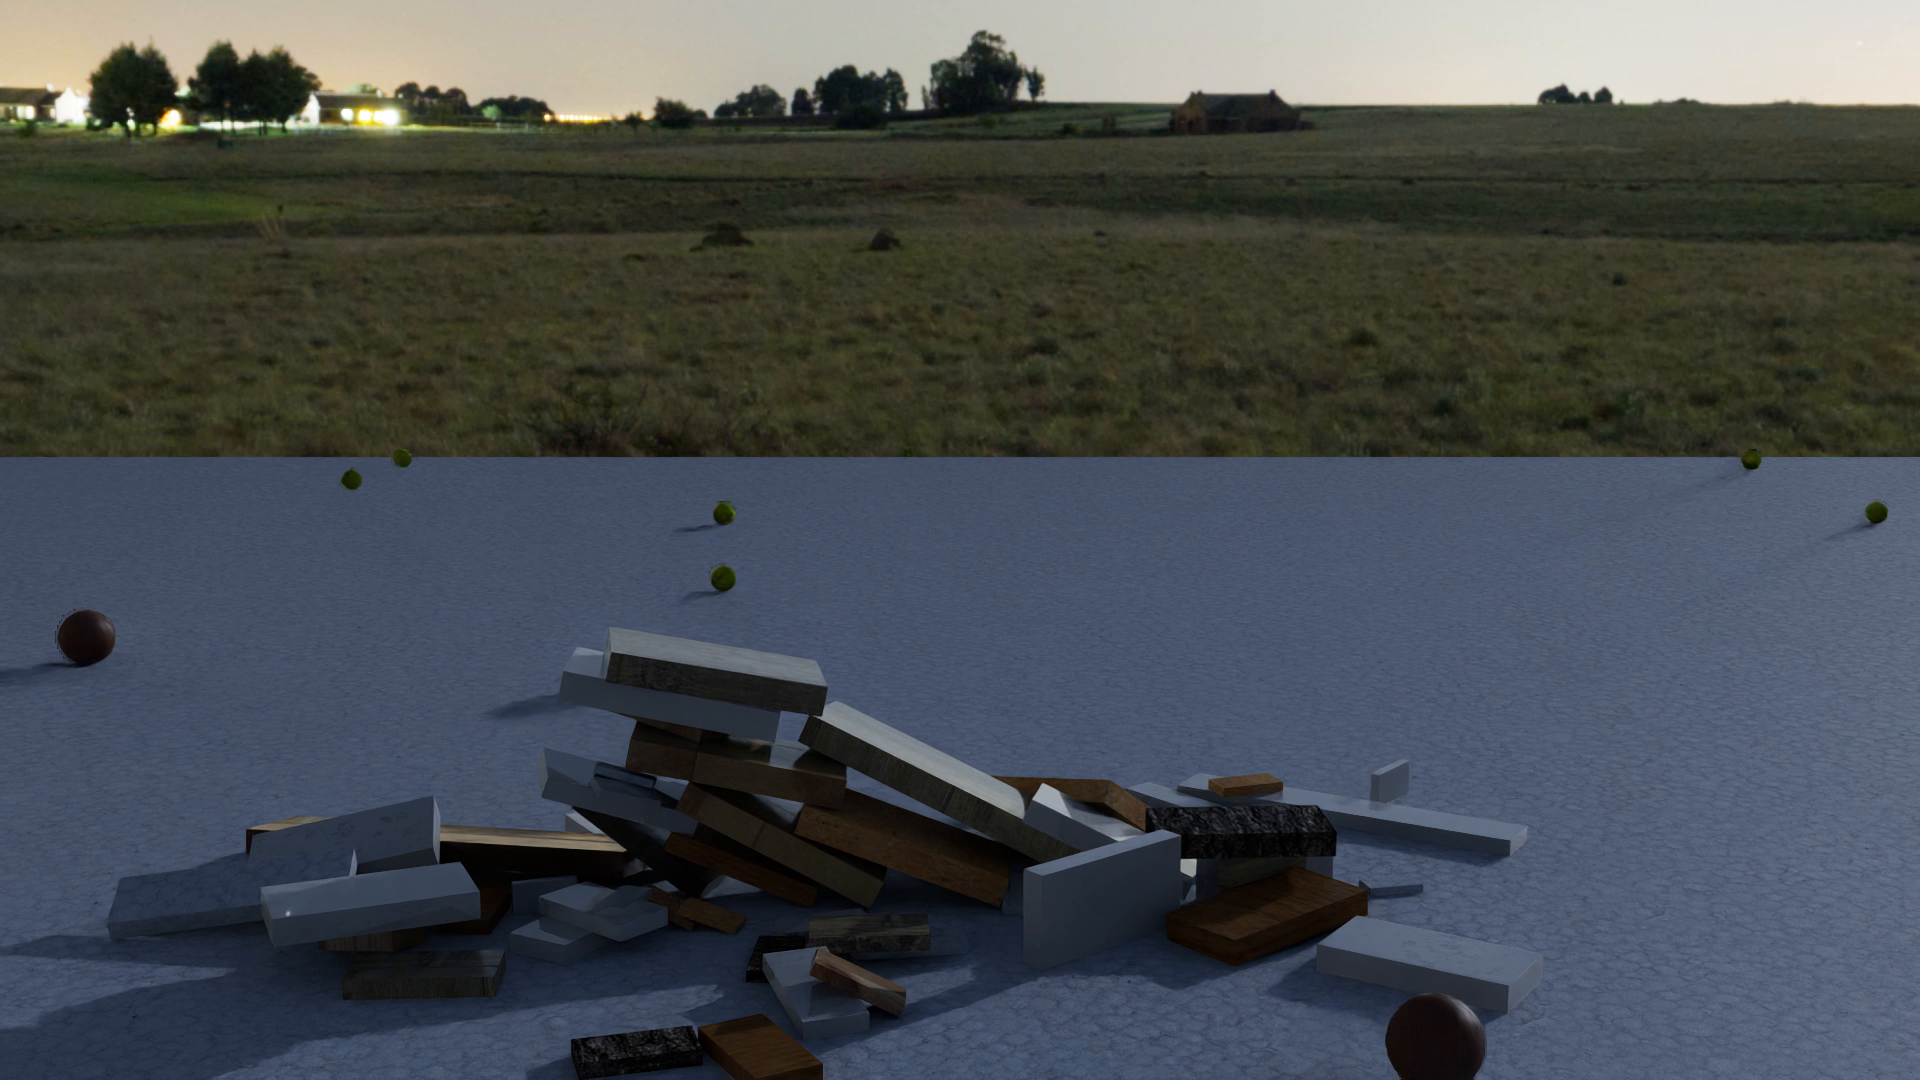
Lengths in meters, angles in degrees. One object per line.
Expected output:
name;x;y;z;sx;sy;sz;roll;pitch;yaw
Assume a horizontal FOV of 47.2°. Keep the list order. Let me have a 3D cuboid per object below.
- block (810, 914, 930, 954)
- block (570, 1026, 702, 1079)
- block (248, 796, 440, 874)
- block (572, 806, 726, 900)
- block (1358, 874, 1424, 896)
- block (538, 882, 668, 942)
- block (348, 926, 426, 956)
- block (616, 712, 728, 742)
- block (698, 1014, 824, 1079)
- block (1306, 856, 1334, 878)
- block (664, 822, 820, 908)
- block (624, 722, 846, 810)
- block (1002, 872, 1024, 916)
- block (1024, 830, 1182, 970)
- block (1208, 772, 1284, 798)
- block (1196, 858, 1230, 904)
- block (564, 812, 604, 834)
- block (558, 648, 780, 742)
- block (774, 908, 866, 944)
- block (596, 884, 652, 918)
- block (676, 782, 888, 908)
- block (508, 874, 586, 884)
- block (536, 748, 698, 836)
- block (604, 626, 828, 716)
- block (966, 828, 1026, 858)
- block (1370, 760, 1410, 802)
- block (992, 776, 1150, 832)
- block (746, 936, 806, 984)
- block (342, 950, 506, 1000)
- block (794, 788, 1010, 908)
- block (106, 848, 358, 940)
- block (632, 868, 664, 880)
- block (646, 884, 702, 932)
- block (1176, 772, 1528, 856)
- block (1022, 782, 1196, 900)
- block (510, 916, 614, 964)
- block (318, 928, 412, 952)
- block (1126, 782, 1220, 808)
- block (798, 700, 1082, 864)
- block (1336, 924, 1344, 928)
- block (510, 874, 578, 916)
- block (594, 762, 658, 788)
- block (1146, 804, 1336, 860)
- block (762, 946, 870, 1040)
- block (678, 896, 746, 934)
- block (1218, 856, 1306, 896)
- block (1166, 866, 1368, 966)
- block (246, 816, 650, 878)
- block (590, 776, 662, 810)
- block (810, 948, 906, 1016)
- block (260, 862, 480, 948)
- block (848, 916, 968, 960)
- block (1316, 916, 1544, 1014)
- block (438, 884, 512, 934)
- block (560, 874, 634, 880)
block;-0.140;0.604;3.378;0.184;0.026;0.092;-1;11;-4
block;-0.443;0.701;3.008;0.167;0.024;0.084;-3;11;-16
block;-1.024;0.519;3.662;0.306;0.043;0.153;-12;29;-6
block;-0.512;0.497;3.667;0.258;0.037;0.129;36;11;8
block;0.723;0.580;3.689;0.095;0.013;0.047;-2;11;-13
block;-0.562;0.583;3.460;0.195;0.028;0.098;9;14;40
block;-0.951;0.607;3.494;0.110;0.031;0.221;-9;14;-39
block;-0.487;0.295;3.696;0.184;0.026;0.092;16;10;24
block;-0.274;0.701;2.996;0.098;0.028;0.195;-6;12;-29
block;0.539;0.541;3.695;0.176;0.088;0.025;-2;11;-11
block;-0.353;0.528;3.657;0.258;0.037;0.129;21;11;0
block;-0.368;0.366;3.660;0.356;0.050;0.178;11;9;-5
block;0.100;0.581;3.613;0.051;0.015;0.103;1;25;6
block;0.224;0.558;3.432;0.299;0.149;0.042;-9;14;-39
block;0.540;0.463;4.154;0.125;0.018;0.063;-4;11;-20
block;0.468;0.553;3.628;0.175;0.088;0.025;-6;12;-30
block;-0.610;0.520;3.904;0.114;0.032;0.229;-3;7;-28
block;-0.479;0.258;3.687;0.360;0.051;0.180;11;9;-4
block;-0.215;0.613;3.489;0.143;0.020;0.072;-4;11;-19
block;-0.526;0.565;3.444;0.049;0.014;0.098;4;11;18
block;-0.290;0.483;3.660;0.356;0.050;0.178;27;9;-2
block;-0.693;0.579;3.681;0.119;0.017;0.059;0;10;3
block;-0.563;0.414;3.618;0.258;0.037;0.129;18;12;-19
block;-0.412;0.220;3.688;0.360;0.051;0.180;10;9;-12
block;0.012;0.538;3.871;0.194;0.028;0.097;-4;11;-19
block;0.819;0.462;4.186;0.018;0.063;0.125;8;13;37
block;0.188;0.465;3.846;0.292;0.041;0.146;-4;-31;44
block;-0.280;0.639;3.352;0.072;0.020;0.143;0;11;3
block;-0.796;0.647;3.276;0.220;0.031;0.110;-1;11;-3
block;-0.092;0.501;3.671;0.356;0.050;0.178;20;9;-2
block;-1.160;0.565;3.516;0.371;0.032;0.114;-7;31;-5
block;-0.556;0.563;3.769;0.119;0.017;0.059;1;11;6
block;-0.464;0.589;3.527;0.105;0.015;0.053;25;16;10
block;0.714;0.503;4.063;0.645;0.028;0.097;6;12;30
block;0.252;0.499;3.648;0.293;0.041;0.146;25;8;6
block;-0.596;0.610;3.473;0.110;0.031;0.220;6;12;29
block;-0.907;0.585;3.438;0.114;0.032;0.229;1;11;4
block;0.477;0.509;4.056;0.063;0.018;0.433;-9;14;-39
block;0.009;0.429;3.724;0.567;0.051;0.180;25;8;9
block;0.633;0.613;3.507;0.047;0.013;0.094;-6;12;-31
block;-0.677;0.579;3.586;0.105;0.053;0.015;-4;11;-20
block;-0.548;0.385;3.604;0.098;0.014;0.049;15;0;-2
block;0.463;0.484;3.647;0.293;0.041;0.146;-1;11;-3
block;-0.211;0.654;3.188;0.098;0.028;0.219;-4;17;-19
block;-0.395;0.599;3.510;0.098;0.014;0.049;18;14;9
block;0.496;0.557;3.607;0.176;0.088;0.025;-8;13;-35
block;0.489;0.594;3.488;0.299;0.042;0.149;-12;15;-37
block;-0.870;0.524;3.770;0.713;0.043;0.153;1;2;17
block;-0.540;0.408;3.554;0.105;0.015;0.053;15;13;-28
block;-0.147;0.638;3.176;0.143;0.020;0.072;26;6;-3
block;-0.906;0.557;3.378;0.306;0.043;0.153;-4;11;-23
block;-0.084;0.621;3.430;0.184;0.026;0.092;-2;11;-9
block;0.706;0.635;3.309;0.299;0.042;0.149;7;13;33
block;-0.782;0.598;3.563;0.084;0.024;0.167;1;11;3
block;-0.611;0.558;3.703;0.119;0.017;0.059;0;2;-5
